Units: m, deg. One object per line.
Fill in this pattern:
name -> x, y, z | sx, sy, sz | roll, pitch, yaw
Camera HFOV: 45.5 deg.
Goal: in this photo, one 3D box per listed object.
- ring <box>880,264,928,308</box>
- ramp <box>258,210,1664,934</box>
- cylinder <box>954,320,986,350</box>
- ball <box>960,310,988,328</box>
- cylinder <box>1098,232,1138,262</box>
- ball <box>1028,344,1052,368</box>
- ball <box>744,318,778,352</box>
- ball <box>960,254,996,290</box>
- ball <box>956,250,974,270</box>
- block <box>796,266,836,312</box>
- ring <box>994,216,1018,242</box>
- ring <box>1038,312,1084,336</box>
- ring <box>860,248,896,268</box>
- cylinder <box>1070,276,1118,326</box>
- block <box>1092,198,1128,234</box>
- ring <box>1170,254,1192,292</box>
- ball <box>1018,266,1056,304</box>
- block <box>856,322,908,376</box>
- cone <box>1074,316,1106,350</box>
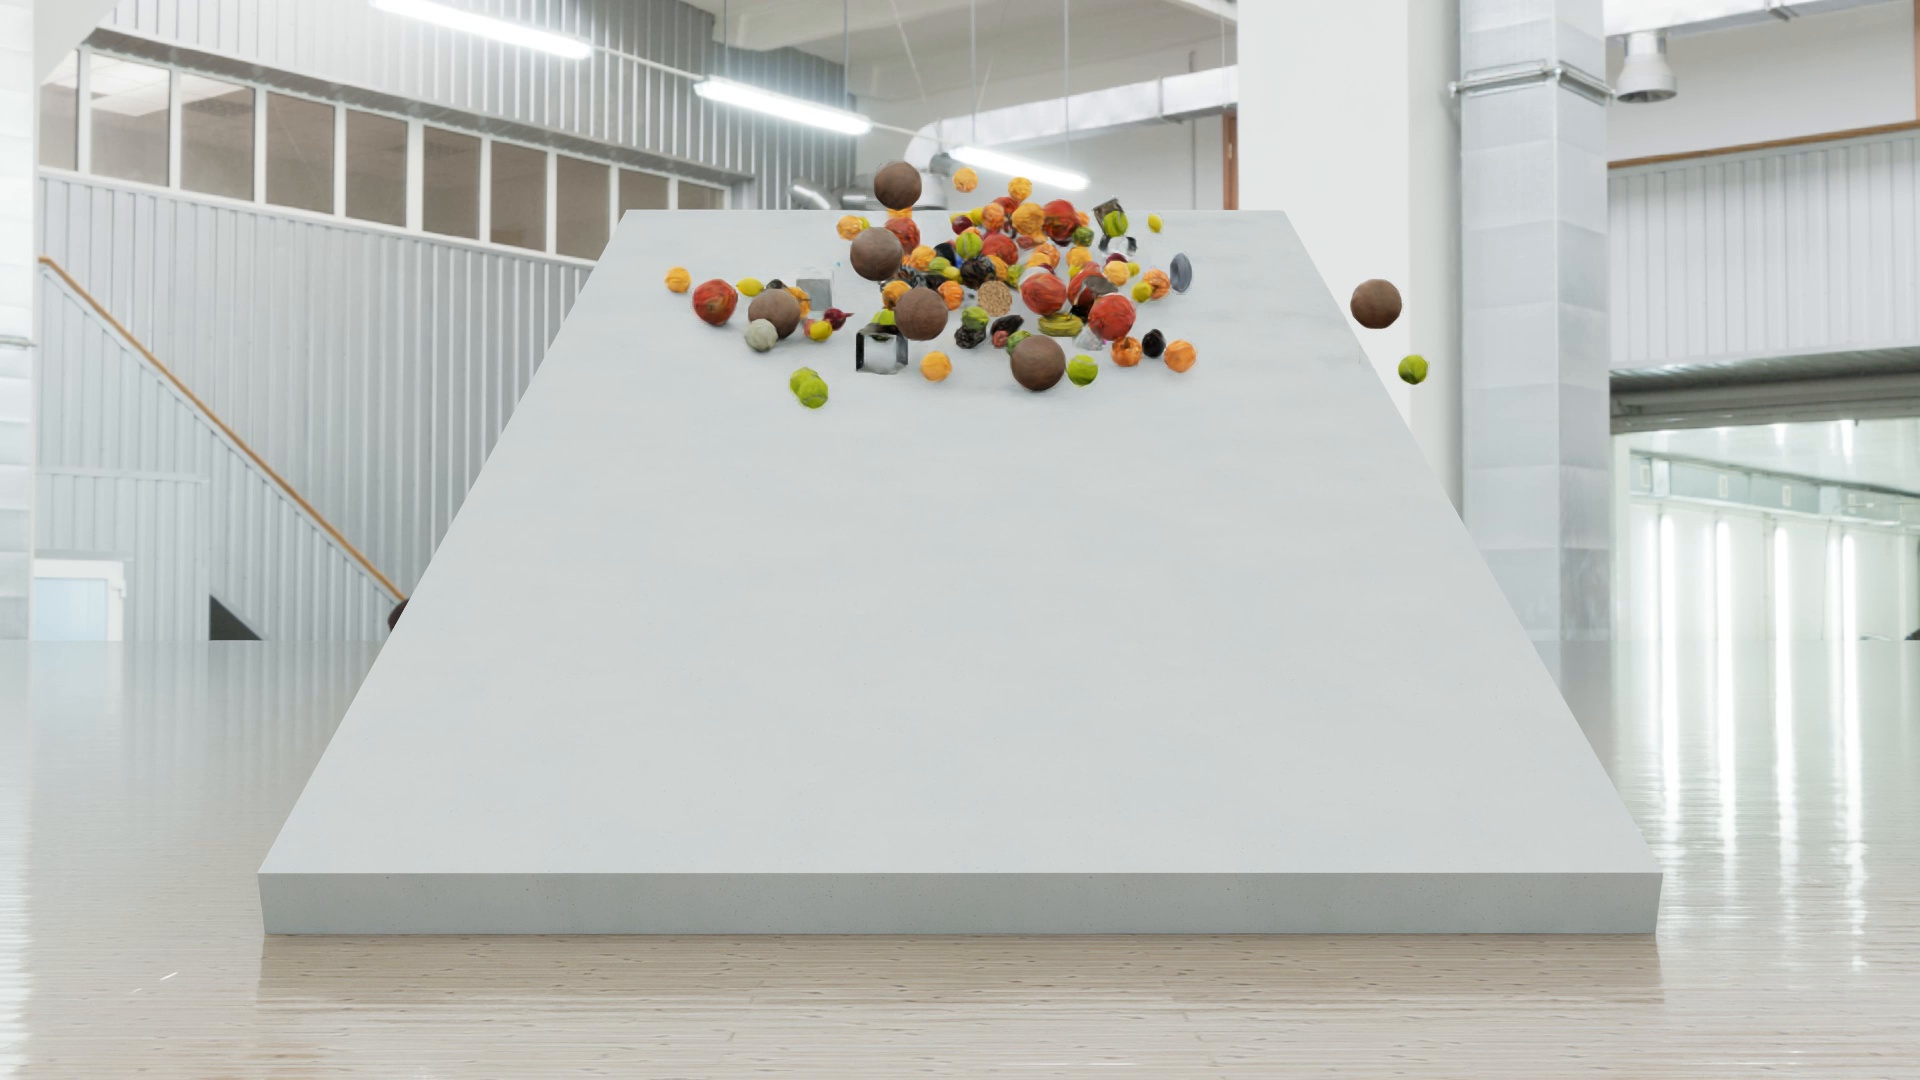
ring -> -0.148, -0.663, 5.985 | 0.131, 0.131, 0.044 | 1, -30, -17
ramp -> -0.006, -0.219, 5.136 | 2.000, 0.100, 4.000 | 0, 22, 0
cylinder -> 0.026, -0.504, 5.630 | 0.057, 0.057, 0.057 | -2, 22, 36
ball -> 0.034, -0.541, 5.719 | 0.067, 0.067, 0.067 | 0, -2, 0
cylinder -> 0.442, -0.820, 6.411 | 0.076, 0.076, 0.076 | 2, 14, -45
ball -> 0.191, -0.442, 5.487 | 0.056, 0.056, 0.056 | 0, -2, 0
ball -> -0.486, -0.499, 5.593 | 0.081, 0.081, 0.081 | 0, -2, 0
ball -> 0.047, -0.705, 6.021 | 0.096, 0.096, 0.096 | 0, -2, 0
ball -> 0.019, -0.763, 6.285 | 0.062, 0.062, 0.062 | 0, -2, 0
block -> -0.375, -0.652, 5.953 | 0.090, 0.090, 0.090 | 1, 28, 3
ring -> 0.132, -0.892, 6.578 | 0.078, 0.078, 0.026 | 2, -3, -35
ring -> 0.252, -0.541, 5.759 | 0.117, 0.039, 0.117 | 1, 22, -1
ring -> -0.227, -0.782, 6.354 | 0.098, 0.033, 0.098 | 11, 22, -5
cylinder -> 0.341, -0.606, 5.810 | 0.093, 0.093, 0.093 | 16, 36, -12
block -> 0.418, -0.901, 6.374 | 0.075, 0.075, 0.075 | -25, 9, 7
ring -> 0.581, -0.703, 6.033 | 0.034, 0.103, 0.103 | -2, -2, -16
ball -> 0.200, -0.667, 5.993 | 0.100, 0.100, 0.100 | 0, -2, 0
block -> -0.187, -0.455, 5.466 | 0.095, 0.095, 0.095 | 7, 23, 17
cone -> 0.325, -0.517, 5.628 | 0.078, 0.078, 0.078 | 7, 28, -4
